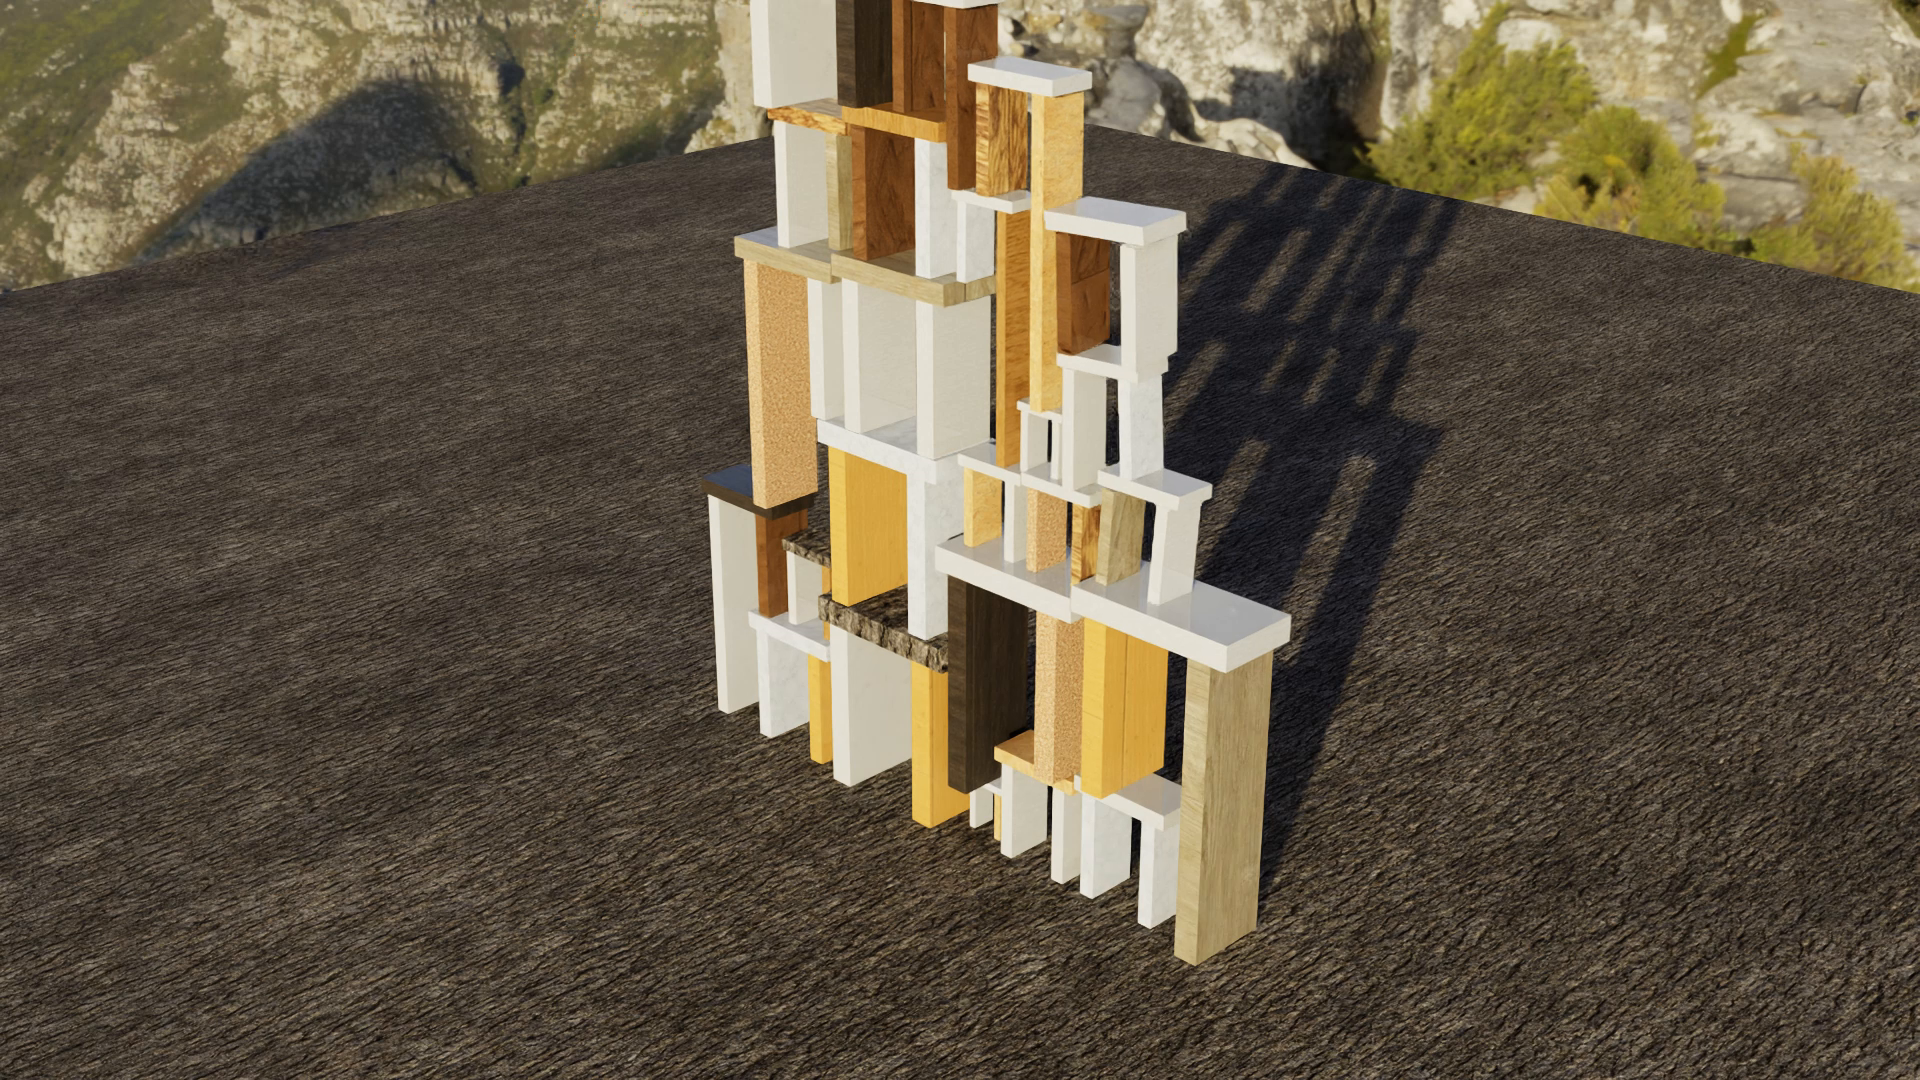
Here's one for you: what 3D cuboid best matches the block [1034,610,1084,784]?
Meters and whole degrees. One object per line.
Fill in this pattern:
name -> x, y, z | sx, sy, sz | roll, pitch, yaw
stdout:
block -> 0.217, 0.268, 4.102 | 0.049, 0.344, 0.172 | 21, 31, 41

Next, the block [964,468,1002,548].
block -> 0.043, -0.072, 4.137 | 0.022, 0.158, 0.079 | 21, 31, 40

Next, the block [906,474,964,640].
block -> -0.025, 0.013, 4.264 | 0.047, 0.332, 0.166 | 21, 31, 41

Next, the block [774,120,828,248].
block -> -0.303, -0.697, 4.255 | 0.031, 0.244, 0.111 | 21, 31, 40

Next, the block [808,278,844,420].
block -> -0.228, -0.388, 4.301 | 0.040, 0.282, 0.141 | 21, 31, 41

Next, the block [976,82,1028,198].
block -> 0.074, -0.707, 3.844 | 0.028, 0.198, 0.099 | 21, 31, 40

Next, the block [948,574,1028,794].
block -> 0.054, 0.257, 4.273 | 0.049, 0.456, 0.172 | 21, 31, 40

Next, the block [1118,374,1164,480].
block -> 0.313, -0.200, 3.807 | 0.025, 0.175, 0.088 | 15, 26, 42

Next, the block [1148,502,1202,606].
block -> 0.373, 0.015, 3.826 | 0.091, 0.182, 0.026 | -20, 33, -41

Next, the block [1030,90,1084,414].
block -> 0.167, -0.501, 3.828 | 0.099, 0.563, 0.028 | -21, 31, -40

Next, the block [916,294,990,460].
block -> -0.011, -0.314, 4.103 | 0.043, 0.301, 0.151 | 21, 31, 41

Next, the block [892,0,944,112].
block -> -0.074, -0.873, 3.930 | 0.100, 0.201, 0.028 | -21, 31, -40

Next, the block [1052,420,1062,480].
block -> 0.189, -0.169, 3.948 | 0.016, 0.111, 0.055 | 20, 31, 38

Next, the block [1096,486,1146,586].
block -> 0.287, -0.017, 3.904 | 0.026, 0.182, 0.091 | 25, 33, 39

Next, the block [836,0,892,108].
block -> -0.142, -0.970, 3.966 | 0.176, 0.353, 0.050 | -21, 31, -40

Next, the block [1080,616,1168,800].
block -> 0.302, 0.281, 4.014 | 0.176, 0.352, 0.050 | -21, 31, -40

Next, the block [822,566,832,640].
block -> -0.245, 0.120, 4.546 | 0.082, 0.164, 0.023 | -21, 31, -40

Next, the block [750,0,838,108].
block -> -0.310, -1.019, 4.124 | 0.176, 0.388, 0.050 | -21, 31, -40

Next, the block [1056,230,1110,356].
block -> 0.213, -0.440, 3.802 | 0.031, 0.220, 0.110 | 18, 32, 36

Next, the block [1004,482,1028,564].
block -> 0.118, -0.043, 4.069 | 0.022, 0.158, 0.079 | 21, 31, 40

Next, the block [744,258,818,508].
block -> -0.362, -0.329, 4.470 | 0.040, 0.522, 0.141 | 21, 31, 41

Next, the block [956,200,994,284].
block -> 0.028, -0.543, 3.957 | 0.021, 0.149, 0.074 | 22, 32, 40

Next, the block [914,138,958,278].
block -> -0.023, -0.611, 3.983 | 0.036, 0.252, 0.126 | 21, 31, 41

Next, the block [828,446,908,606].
block -> -0.182, -0.049, 4.408 | 0.166, 0.332, 0.047 | -21, 31, -41

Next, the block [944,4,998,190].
block -> 0.022, -0.781, 3.864 | 0.100, 0.319, 0.028 | -21, 30, -39

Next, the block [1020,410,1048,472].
block -> 0.135, -0.186, 3.997 | 0.016, 0.118, 0.055 | 21, 31, 40

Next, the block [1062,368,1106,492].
block -> 0.220, -0.205, 3.888 | 0.025, 0.224, 0.088 | 20, 31, 41

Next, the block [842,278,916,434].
block -> -0.154, -0.369, 4.233 | 0.151, 0.302, 0.043 | -21, 31, -41

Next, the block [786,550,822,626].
block -> -0.323, 0.089, 4.617 | 0.023, 0.164, 0.082 | 21, 31, 40

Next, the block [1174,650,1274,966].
block -> 0.468, 0.459, 3.910 | 0.050, 0.600, 0.176 | 21, 31, 41

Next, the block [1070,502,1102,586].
block -> 0.237, 0.000, 3.960 | 0.023, 0.164, 0.082 | 21, 31, 40

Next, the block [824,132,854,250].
block -> -0.200, -0.667, 4.157 | 0.111, 0.221, 0.031 | -21, 30, -41

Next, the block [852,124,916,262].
block -> -0.142, -0.657, 4.093 | 0.036, 0.252, 0.126 | 21, 31, 40

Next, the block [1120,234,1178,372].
block -> 0.319, -0.406, 3.706 | 0.031, 0.221, 0.110 | 23, 38, 39

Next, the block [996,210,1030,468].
block -> 0.099, -0.364, 3.956 | 0.021, 0.477, 0.074 | 21, 31, 40

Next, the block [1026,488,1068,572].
block -> 0.160, -0.030, 4.030 | 0.023, 0.164, 0.082 | 21, 31, 40
